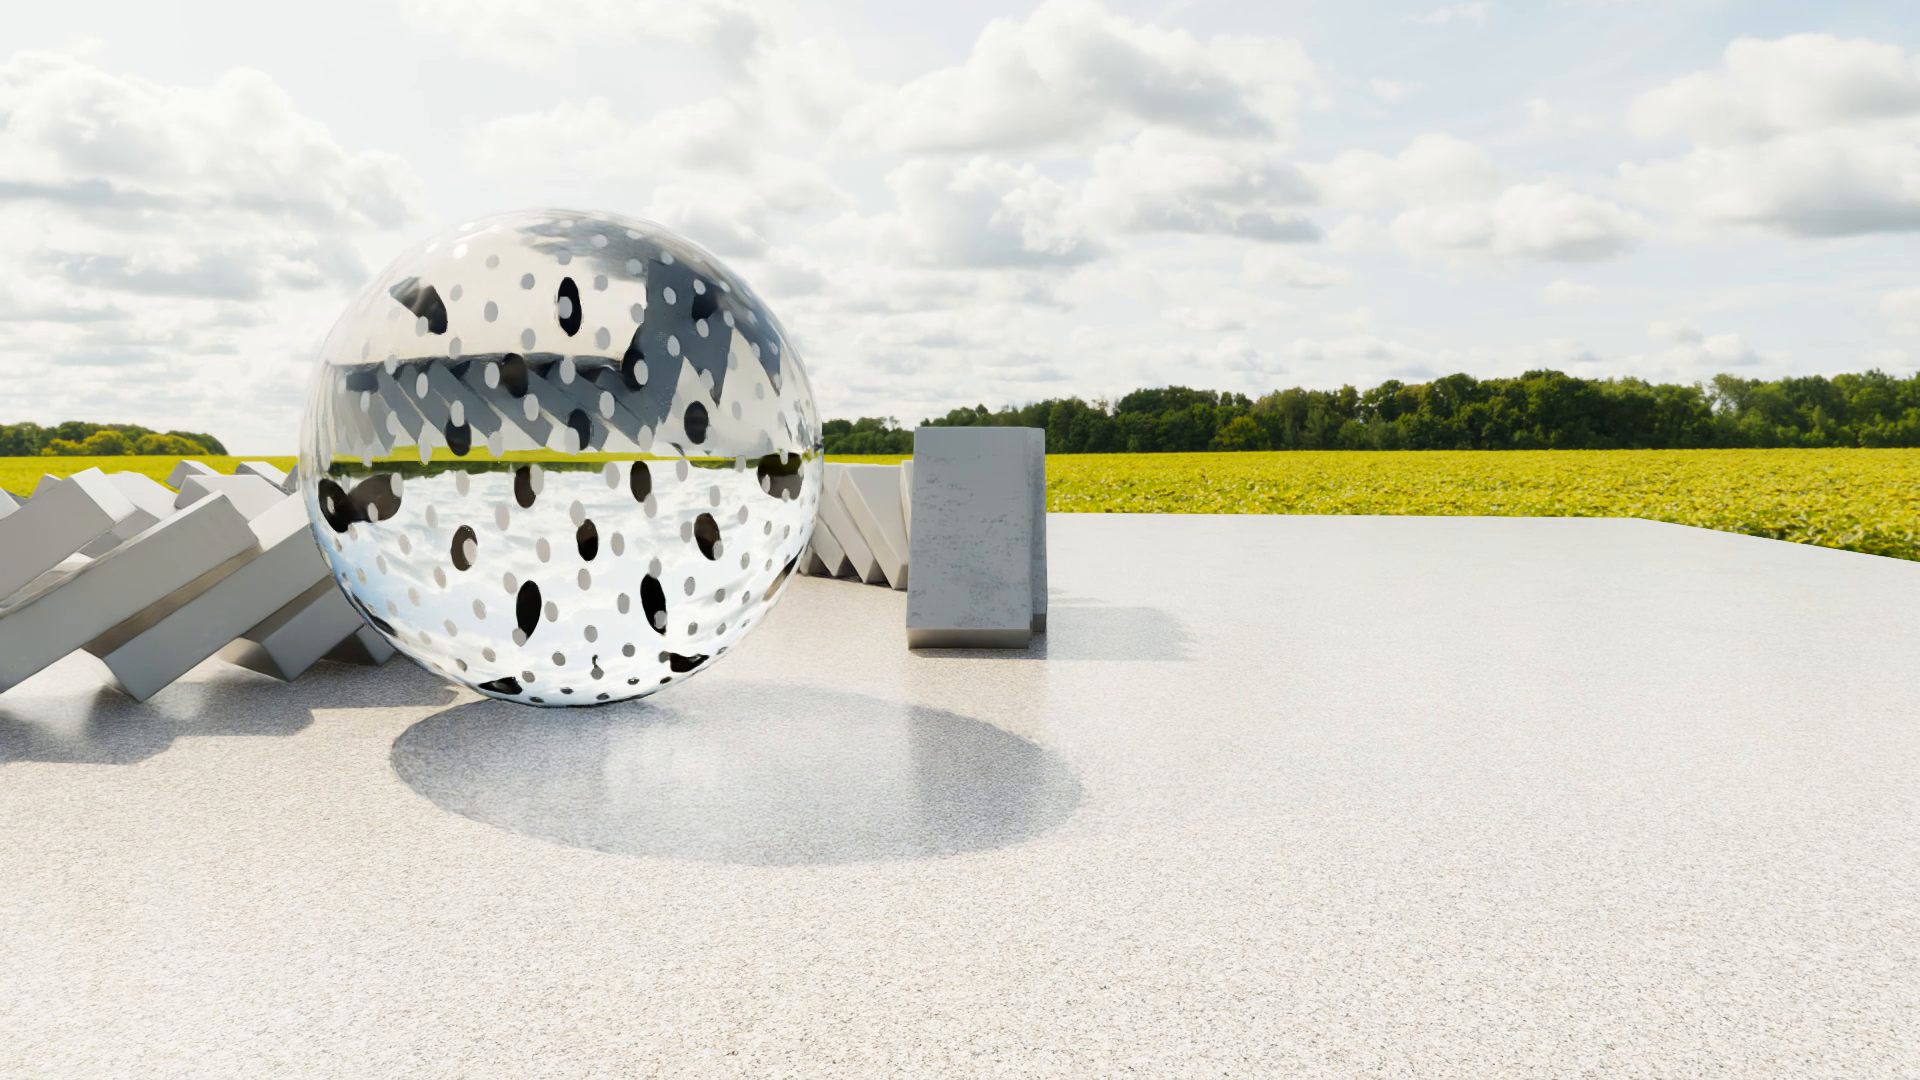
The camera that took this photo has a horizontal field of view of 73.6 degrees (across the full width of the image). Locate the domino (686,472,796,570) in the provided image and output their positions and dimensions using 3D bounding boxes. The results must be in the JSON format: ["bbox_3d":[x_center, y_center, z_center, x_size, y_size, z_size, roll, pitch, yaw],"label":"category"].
[{"bbox_3d":[-0.071,-0.008,0.449,0.025,0.010,0.050,-3,33,-48],"label":"domino"}]

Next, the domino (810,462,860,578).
[{"bbox_3d":[-0.041,-0.007,0.422,0.025,0.009,0.050,-1,38,-39],"label":"domino"}]

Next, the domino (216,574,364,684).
[{"bbox_3d":[-0.118,0.005,0.248,0.025,0.009,0.050,8,42,33],"label":"domino"}]

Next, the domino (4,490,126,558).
[{"bbox_3d":[-0.307,-0.006,0.429,0.050,0.009,0.025,33,-18,-36],"label":"domino"}]

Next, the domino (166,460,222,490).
[{"bbox_3d":[-0.259,-0.011,0.467,0.050,0.009,0.025,34,-8,-16],"label":"domino"}]

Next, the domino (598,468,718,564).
[{"bbox_3d":[-0.107,-0.009,0.471,0.050,0.009,0.025,37,23,26],"label":"domino"}]

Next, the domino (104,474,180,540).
[{"bbox_3d":[-0.212,-0.001,0.351,0.050,0.009,0.025,31,2,-3],"label":"domino"}]

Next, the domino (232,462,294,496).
[{"bbox_3d":[-0.241,-0.011,0.474,0.050,0.009,0.025,34,-3,-10],"label":"domino"}]

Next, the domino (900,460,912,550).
[{"bbox_3d":[-0.003,-0.005,0.377,0.025,0.009,0.050,0,40,-10],"label":"domino"}]

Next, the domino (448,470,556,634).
[{"bbox_3d":[-0.115,0.002,0.303,0.025,0.009,0.050,0,39,2],"label":"domino"}]

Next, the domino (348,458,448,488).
[{"bbox_3d":[-0.148,-0.003,0.351,0.025,0.010,0.050,-1,41,-38],"label":"domino"}]

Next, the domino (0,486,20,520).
[{"bbox_3d":[-0.171,0.009,0.193,0.050,0.009,0.025,-37,17,-7],"label":"domino"}]

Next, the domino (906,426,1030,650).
[{"bbox_3d":[0.002,-0.001,0.275,0.025,0.050,0.009,0,-31,2],"label":"domino"}]

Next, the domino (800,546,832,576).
[{"bbox_3d":[-0.054,-0.006,0.435,0.025,0.009,0.050,-4,34,-42],"label":"domino"}]

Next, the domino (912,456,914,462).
[{"bbox_3d":[0.002,-0.006,0.361,0.025,0.050,0.010,-1,-37,-10],"label":"domino"}]

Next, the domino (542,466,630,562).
[{"bbox_3d":[-0.147,-0.011,0.481,0.050,0.009,0.025,33,12,11],"label":"domino"}]

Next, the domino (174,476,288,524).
[{"bbox_3d":[-0.190,-0.001,0.359,0.050,0.009,0.025,32,10,11],"label":"domino"}]

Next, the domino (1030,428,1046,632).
[{"bbox_3d":[0.007,-0.003,0.298,0.025,0.050,0.009,0,-31,2],"label":"domino"}]

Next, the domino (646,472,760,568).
[{"bbox_3d":[-0.087,-0.008,0.460,0.050,0.009,0.025,37,25,31],"label":"domino"}]

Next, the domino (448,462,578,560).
[{"bbox_3d":[-0.168,-0.011,0.483,0.050,0.010,0.025,34,8,5],"label":"domino"}]

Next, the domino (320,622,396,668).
[{"bbox_3d":[-0.113,0.005,0.264,0.025,0.009,0.050,3,40,26],"label":"domino"}]

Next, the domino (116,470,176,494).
[{"bbox_3d":[-0.275,-0.008,0.457,0.050,0.009,0.025,31,-9,-24],"label":"domino"}]

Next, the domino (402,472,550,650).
[{"bbox_3d":[-0.114,0.003,0.285,0.025,0.009,0.050,1,38,10],"label":"domino"}]

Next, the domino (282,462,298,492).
[{"bbox_3d":[-0.223,-0.011,0.478,0.050,0.009,0.025,33,0,-8],"label":"domino"}]

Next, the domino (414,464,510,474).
[{"bbox_3d":[-0.131,-0.001,0.338,0.025,0.009,0.050,-2,40,-20],"label":"domino"}]

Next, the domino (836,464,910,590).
[{"bbox_3d":[-0.017,-0.005,0.393,0.025,0.009,0.050,-2,39,-29],"label":"domino"}]

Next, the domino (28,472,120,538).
[{"bbox_3d":[-0.291,-0.007,0.443,0.050,0.009,0.025,32,-14,-32],"label":"domino"}]

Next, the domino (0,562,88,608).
[{"bbox_3d":[-0.233,0.012,0.348,0.050,0.010,0.025,0,4,-3],"label":"domino"}]

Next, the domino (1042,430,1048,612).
[{"bbox_3d":[0.009,-0.005,0.321,0.025,0.050,0.009,0,-31,2],"label":"domino"}]

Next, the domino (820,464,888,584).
[{"bbox_3d":[-0.028,-0.006,0.408,0.025,0.009,0.050,-2,39,-34],"label":"domino"}]

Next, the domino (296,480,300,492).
[{"bbox_3d":[-0.164,-0.003,0.359,0.025,0.009,0.050,-5,42,-46],"label":"domino"}]

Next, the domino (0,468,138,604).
[{"bbox_3d":[-0.157,0.008,0.202,0.050,0.009,0.025,-41,21,-16],"label":"domino"}]

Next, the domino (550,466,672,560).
[{"bbox_3d":[-0.128,-0.011,0.478,0.050,0.009,0.025,35,15,18],"label":"domino"}]

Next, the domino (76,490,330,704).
[{"bbox_3d":[-0.130,0.007,0.230,0.025,0.010,0.050,6,40,44],"label":"domino"}]

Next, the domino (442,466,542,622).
[{"bbox_3d":[-0.121,0.000,0.322,0.025,0.010,0.050,0,39,-9],"label":"domino"}]

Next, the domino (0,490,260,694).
[{"bbox_3d":[-0.144,0.009,0.213,0.050,0.009,0.025,-38,22,-24],"label":"domino"}]

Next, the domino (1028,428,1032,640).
[{"bbox_3d":[0.003,-0.002,0.287,0.025,0.050,0.009,0,-31,2],"label":"domino"}]

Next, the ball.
[{"bbox_3d":[-0.062,-0.013,0.207,0.080,0.080,0.080,0,4,0],"label":"ball"}]
